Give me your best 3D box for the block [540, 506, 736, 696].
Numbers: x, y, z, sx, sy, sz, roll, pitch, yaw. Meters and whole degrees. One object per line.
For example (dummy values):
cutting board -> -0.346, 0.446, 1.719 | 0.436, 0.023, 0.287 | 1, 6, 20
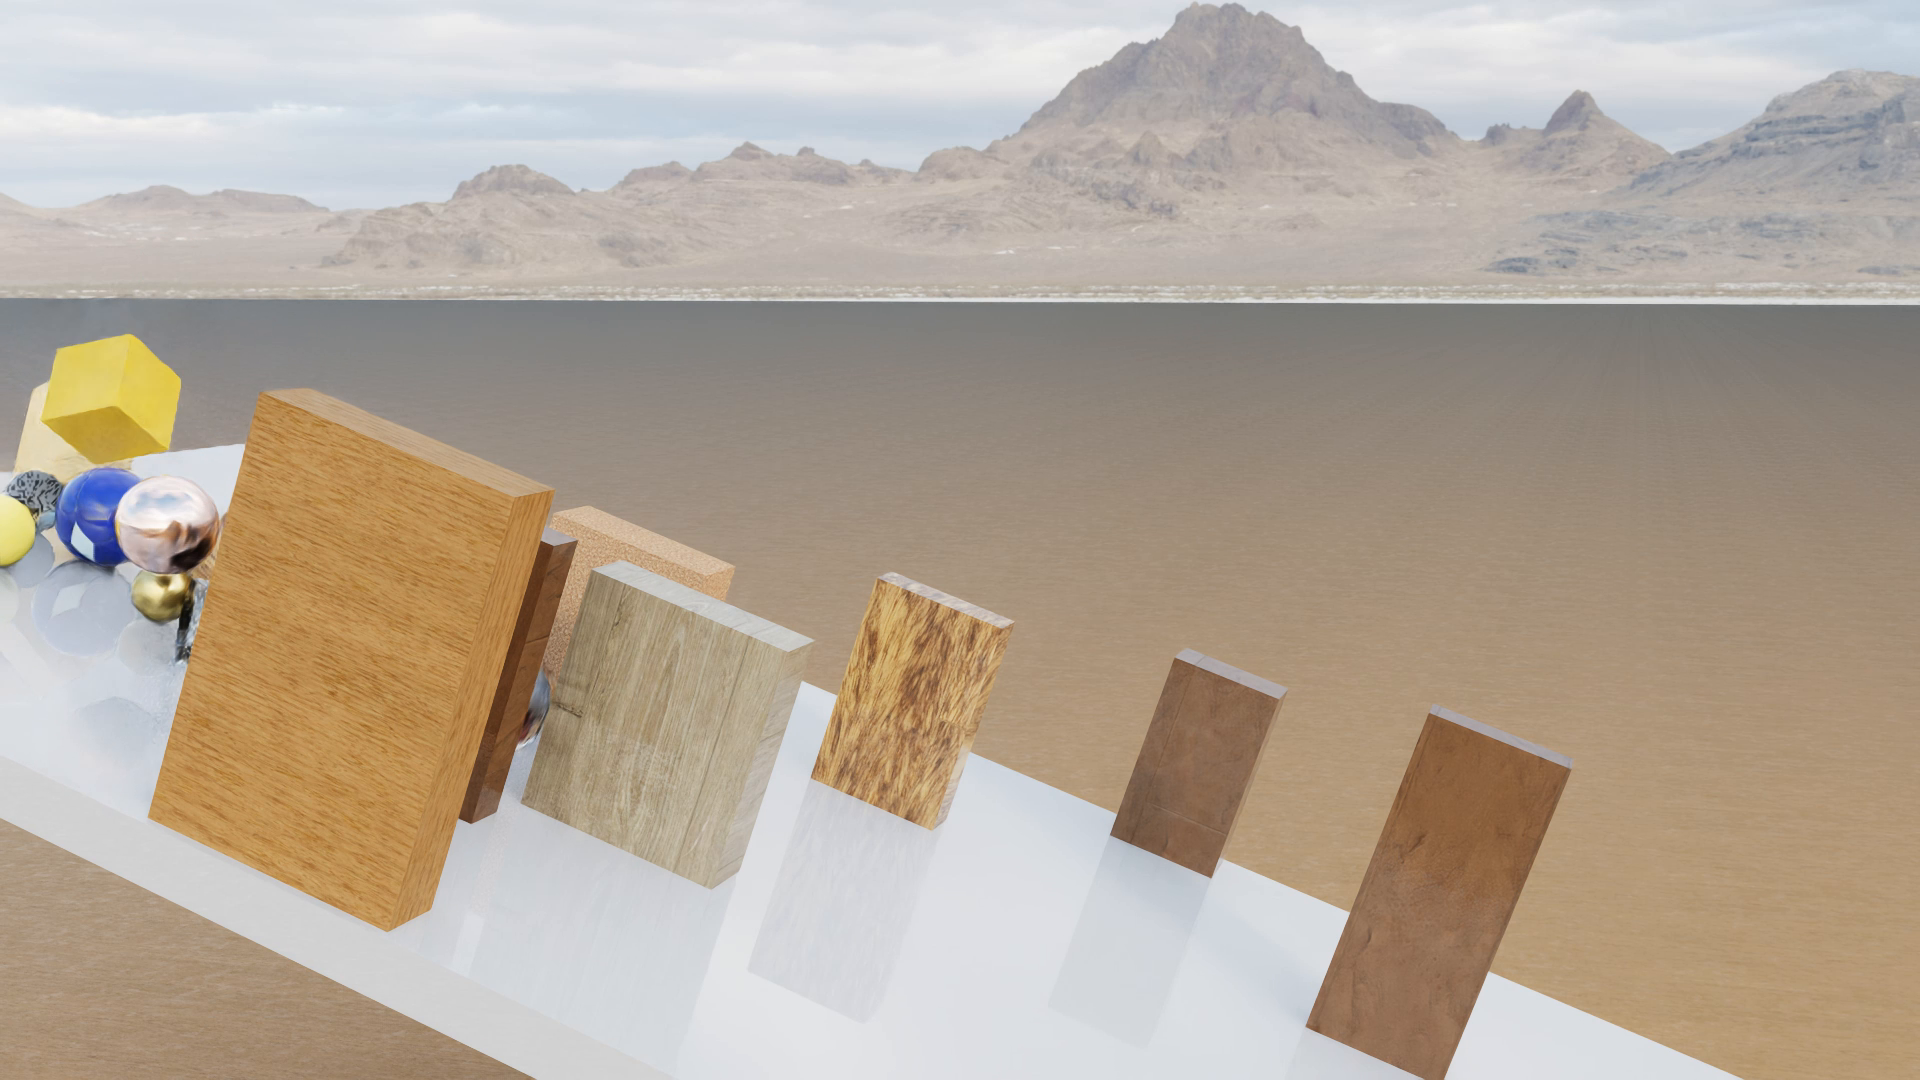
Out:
block -> -0.688, 0.195, 4.391 | 0.340, 0.422, 0.149 | 22, 12, 14

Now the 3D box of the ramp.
ramp -> -0.342, 0.633, 4.216 | 4.000, 0.100, 2.000 | 22, 12, 14

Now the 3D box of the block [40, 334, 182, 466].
block -> -1.791, -0.296, 4.649 | 0.181, 0.181, 0.181 | -10, -31, 14

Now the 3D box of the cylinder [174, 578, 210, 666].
cylinder -> -1.365, 0.166, 4.115 | 0.164, 0.164, 0.164 | 13, 1, -26

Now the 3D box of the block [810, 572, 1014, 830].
block -> -0.100, 0.334, 4.579 | 0.284, 0.456, 0.098 | 22, 12, 14

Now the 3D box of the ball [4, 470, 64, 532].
ball -> -1.892, -0.079, 4.501 | 0.126, 0.126, 0.126 | 0, 7, 0

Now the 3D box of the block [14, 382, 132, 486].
block -> -1.967, -0.236, 4.925 | 0.192, 0.192, 0.192 | 17, 12, -7

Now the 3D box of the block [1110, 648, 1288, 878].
block -> 0.530, 0.493, 4.881 | 0.244, 0.432, 0.133 | 22, 12, 14

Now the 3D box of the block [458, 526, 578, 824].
block -> -0.866, 0.203, 3.843 | 0.245, 0.523, 0.090 | 22, 12, 14

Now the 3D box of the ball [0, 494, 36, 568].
ball -> -1.859, -0.018, 4.243 | 0.141, 0.141, 0.141 | 0, 7, 0

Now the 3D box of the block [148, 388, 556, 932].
block -> -0.942, 0.180, 3.382 | 0.447, 0.711, 0.127 | 22, 12, 14

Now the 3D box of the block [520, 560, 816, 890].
block -> -0.527, 0.328, 3.951 | 0.394, 0.460, 0.129 | 22, 12, 14

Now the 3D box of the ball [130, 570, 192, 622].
ball -> -1.541, 0.101, 4.254 | 0.117, 0.117, 0.117 | 0, 7, 0

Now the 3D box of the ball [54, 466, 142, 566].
ball -> -1.720, -0.047, 4.439 | 0.201, 0.201, 0.201 | 0, 7, 0

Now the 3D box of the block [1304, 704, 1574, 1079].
block -> 0.895, 0.666, 4.125 | 0.271, 0.657, 0.092 | 22, 12, 14

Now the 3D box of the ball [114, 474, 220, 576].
ball -> -1.480, -0.028, 4.106 | 0.187, 0.187, 0.187 | 0, 7, 0

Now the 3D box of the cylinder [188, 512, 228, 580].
cylinder -> -1.426, 0.051, 4.375 | 0.177, 0.177, 0.177 | 39, 9, -8

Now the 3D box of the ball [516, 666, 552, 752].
ball -> -0.875, 0.302, 4.147 | 0.207, 0.207, 0.207 | 0, 7, 0
